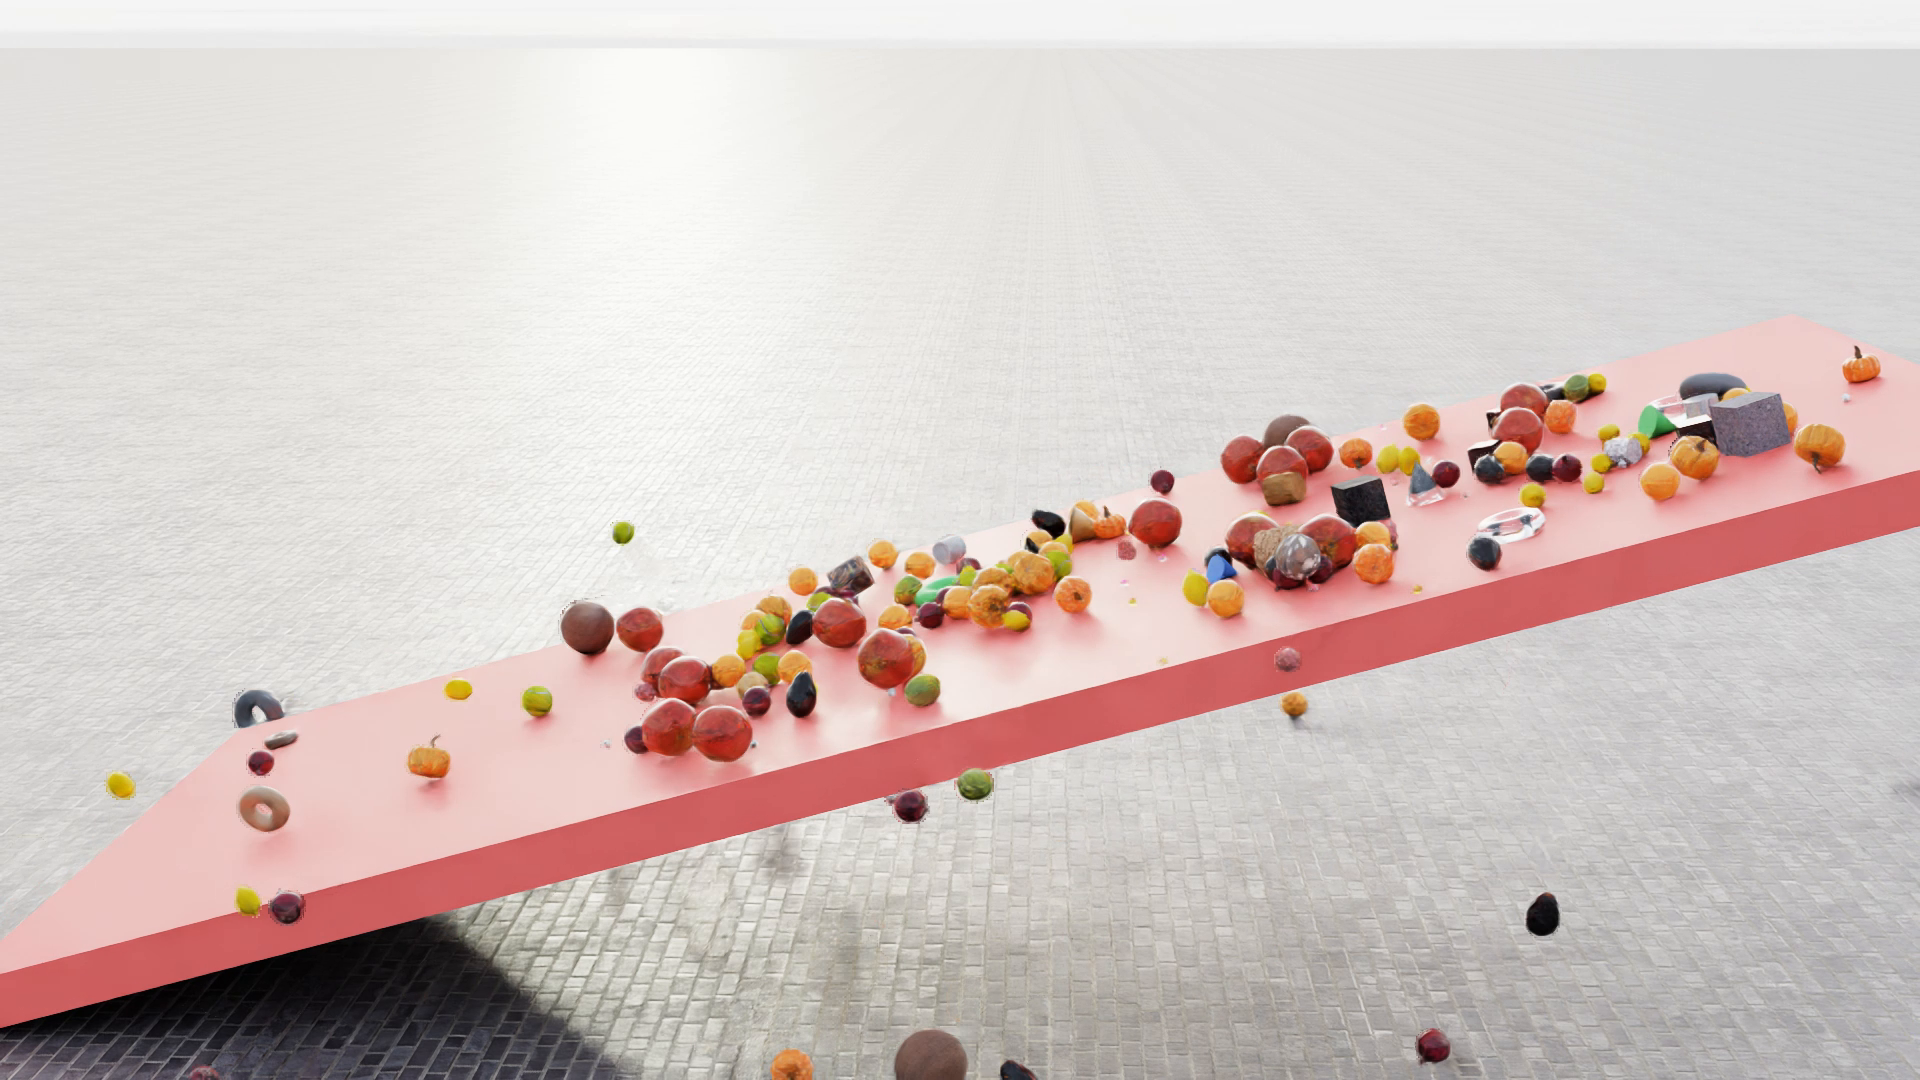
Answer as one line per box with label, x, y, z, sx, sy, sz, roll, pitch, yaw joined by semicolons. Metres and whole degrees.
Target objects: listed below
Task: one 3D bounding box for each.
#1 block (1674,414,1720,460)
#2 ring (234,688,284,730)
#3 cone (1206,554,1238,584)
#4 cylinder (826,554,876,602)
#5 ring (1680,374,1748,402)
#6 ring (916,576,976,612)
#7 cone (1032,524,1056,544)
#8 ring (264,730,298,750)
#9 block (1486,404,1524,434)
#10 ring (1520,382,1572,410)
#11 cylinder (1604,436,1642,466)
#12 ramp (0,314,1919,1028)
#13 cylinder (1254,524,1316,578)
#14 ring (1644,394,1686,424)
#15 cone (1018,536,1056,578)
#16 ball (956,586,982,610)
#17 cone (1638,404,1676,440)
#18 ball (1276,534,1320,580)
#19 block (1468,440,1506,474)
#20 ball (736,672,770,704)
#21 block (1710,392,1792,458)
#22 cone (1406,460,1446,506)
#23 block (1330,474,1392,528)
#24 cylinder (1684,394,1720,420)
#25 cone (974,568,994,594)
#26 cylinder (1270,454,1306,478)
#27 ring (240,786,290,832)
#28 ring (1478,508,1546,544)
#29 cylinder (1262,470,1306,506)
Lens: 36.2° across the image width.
block;1.465;-0.205;5.852;0.066;0.066;0.066;-14;9;8
ring;-1.829;0.457;7.674;0.141;0.141;0.047;3;13;19
cone;0.539;0.064;5.925;0.060;0.060;0.060;10;4;-29
cylinder;-0.254;0.088;6.845;0.084;0.084;0.084;-32;9;5
ring;1.572;-0.311;6.141;0.139;0.046;0.139;5;-15;1
ring;-0.033;0.118;6.488;0.140;0.047;0.140;-17;13;4
cone;0.204;-0.002;6.868;0.054;0.054;0.054;25;5;-13
ring;-1.629;0.479;7.059;0.080;0.027;0.080;-15;11;3
block;1.235;-0.273;6.669;0.053;0.053;0.053;-21;11;-29
ring;1.367;-0.336;6.859;0.122;0.041;0.122;-16;10;3
cylinder;1.340;-0.179;5.947;0.054;0.054;0.054;-10;3;-44
ramp;0.083;0.190;6.327;4.000;0.100;2.000;-15;9;4
cylinder;0.641;0.021;5.795;0.095;0.095;0.095;-11;4;28
ring;1.516;-0.276;6.248;0.137;0.046;0.137;-15;11;3
cone;0.161;0.031;6.559;0.086;0.086;0.086;-15;9;3
ball;0.021;0.125;6.332;0.055;0.055;0.055;0;10;0
cone;1.469;-0.239;6.141;0.077;0.077;0.077;10;7;-16
ball;0.640;0.032;5.572;0.086;0.086;0.086;0;10;0
block;1.126;-0.178;6.286;0.056;0.056;0.056;-10;11;33
ball;-0.418;0.300;5.945;0.066;0.066;0.066;0;10;0
block;1.543;-0.226;5.746;0.100;0.100;0.100;-18;10;-14
cone;0.963;-0.126;6.148;0.089;0.089;0.089;-15;9;3
block;0.832;-0.080;6.106;0.085;0.085;0.085;-17;9;-9
cylinder;1.529;-0.258;6.046;0.070;0.070;0.070;-15;9;3
cone;0.044;0.088;6.511;0.054;0.054;0.054;-15;9;3
cylinder;0.756;-0.160;6.773;0.060;0.060;0.060;-19;16;-17
ring;-1.422;0.549;6.012;0.107;0.107;0.036;1;30;8
ring;1.045;-0.027;5.575;0.132;0.044;0.132;-16;9;3
cylinder;0.720;-0.114;6.532;0.070;0.070;0.070;-9;4;33
